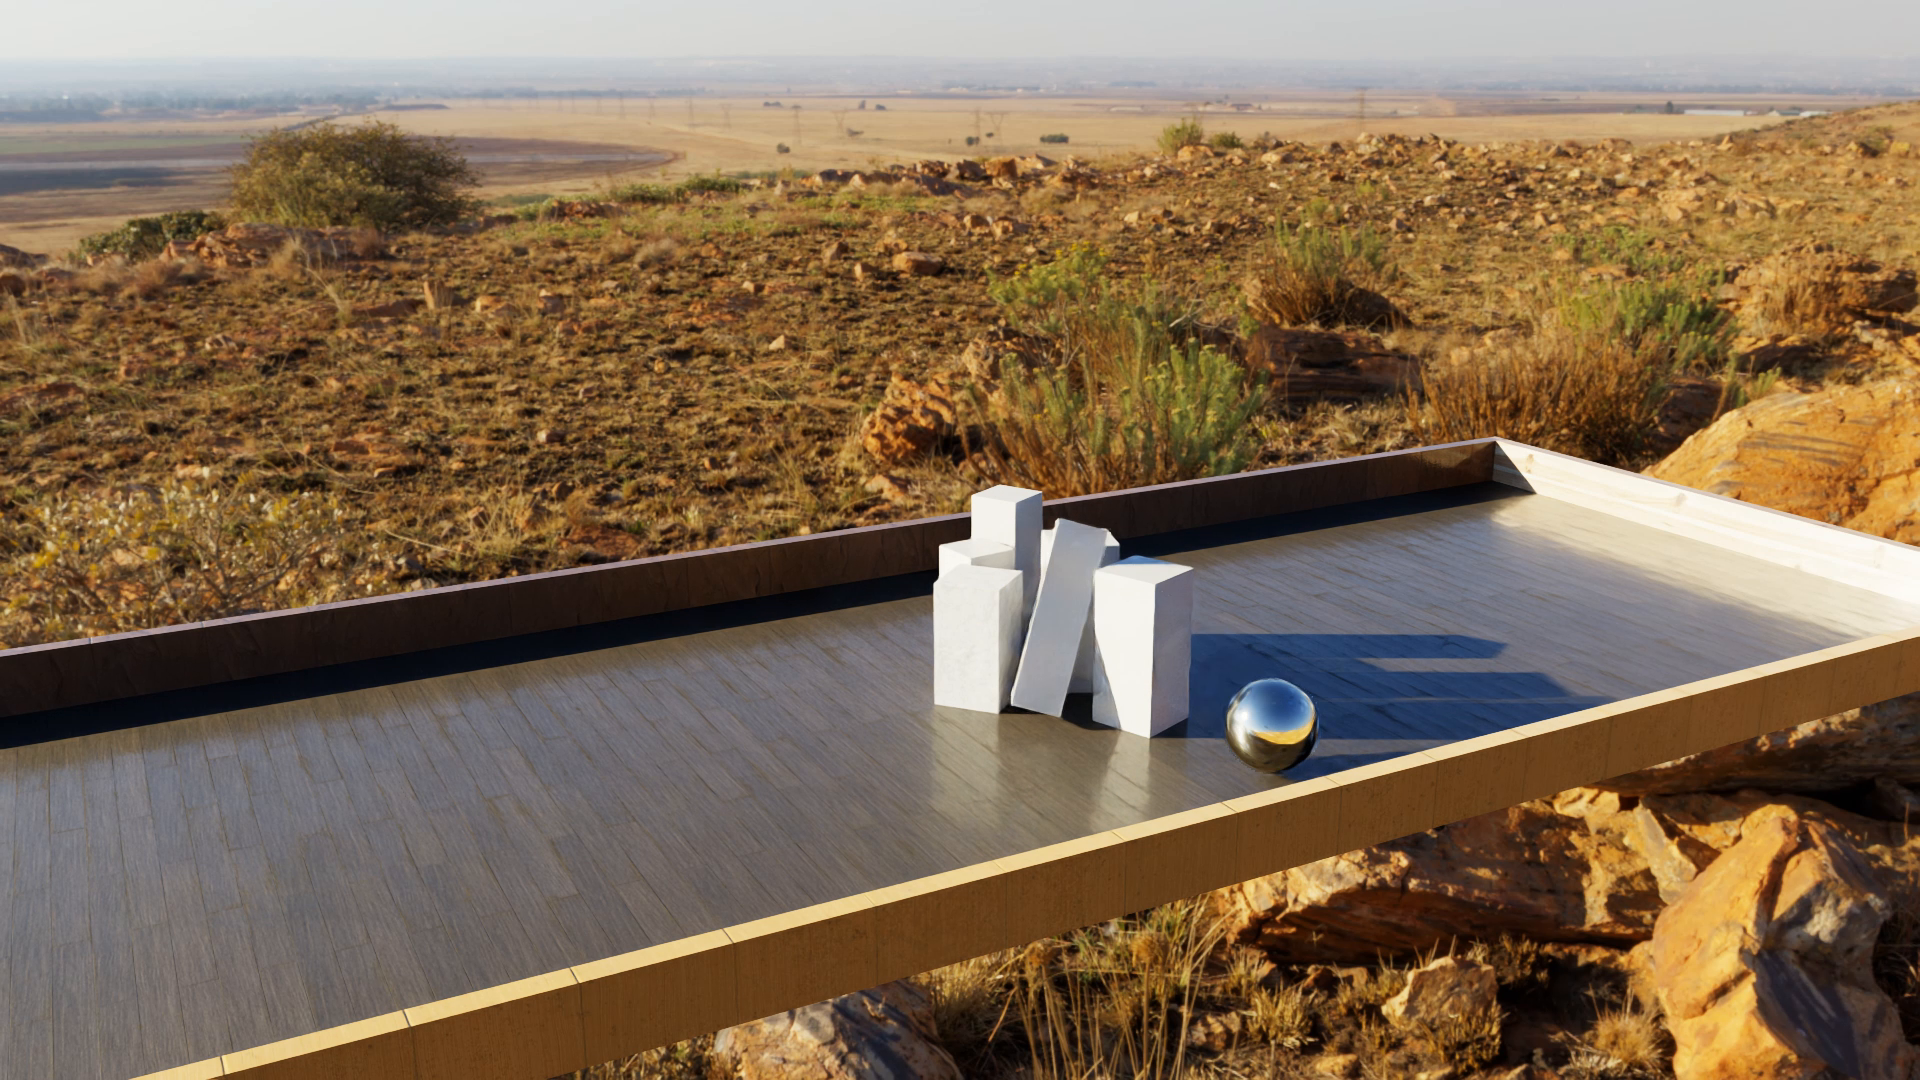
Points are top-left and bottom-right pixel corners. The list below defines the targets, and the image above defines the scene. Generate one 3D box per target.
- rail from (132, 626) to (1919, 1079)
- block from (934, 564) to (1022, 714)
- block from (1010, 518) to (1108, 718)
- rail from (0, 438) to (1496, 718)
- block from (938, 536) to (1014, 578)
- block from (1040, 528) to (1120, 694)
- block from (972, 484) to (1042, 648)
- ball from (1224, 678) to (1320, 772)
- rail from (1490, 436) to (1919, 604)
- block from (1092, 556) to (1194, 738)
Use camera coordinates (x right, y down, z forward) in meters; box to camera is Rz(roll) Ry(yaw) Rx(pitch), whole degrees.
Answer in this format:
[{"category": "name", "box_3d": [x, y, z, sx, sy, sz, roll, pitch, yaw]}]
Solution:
[{"category": "rail", "box_3d": [-2.336, 1.006, 1.665, 12.000, 0.150, 0.050, -9, 18, -27]}, {"category": "block", "box_3d": [0.045, 0.237, 4.002, 0.164, 0.309, 0.164, 6, 18, 21]}, {"category": "block", "box_3d": [0.232, 0.181, 3.891, 0.117, 0.450, 0.117, 14, 0, -1]}, {"category": "rail", "box_3d": [-3.305, 0.497, 3.399, 12.000, 0.150, 0.050, -9, 18, -27]}, {"category": "block", "box_3d": [0.042, 0.171, 4.208, 0.137, 0.319, 0.137, -11, 20, -34]}, {"category": "block", "box_3d": [0.292, 0.174, 4.085, 0.164, 0.374, 0.164, -1, 14, -6]}, {"category": "block", "box_3d": [0.123, 0.079, 4.349, 0.134, 0.416, 0.134, 11, 20, 32]}, {"category": "ball", "box_3d": [0.679, 0.403, 3.596, 0.204, 0.204, 0.204, 0, 16, 0]}, {"category": "rail", "box_3d": [2.466, -0.048, 5.253, 0.050, 0.150, 2.100, -9, 18, -27]}, {"category": "block", "box_3d": [0.427, 0.246, 3.858, 0.162, 0.372, 0.162, 13, 21, 38]}]
